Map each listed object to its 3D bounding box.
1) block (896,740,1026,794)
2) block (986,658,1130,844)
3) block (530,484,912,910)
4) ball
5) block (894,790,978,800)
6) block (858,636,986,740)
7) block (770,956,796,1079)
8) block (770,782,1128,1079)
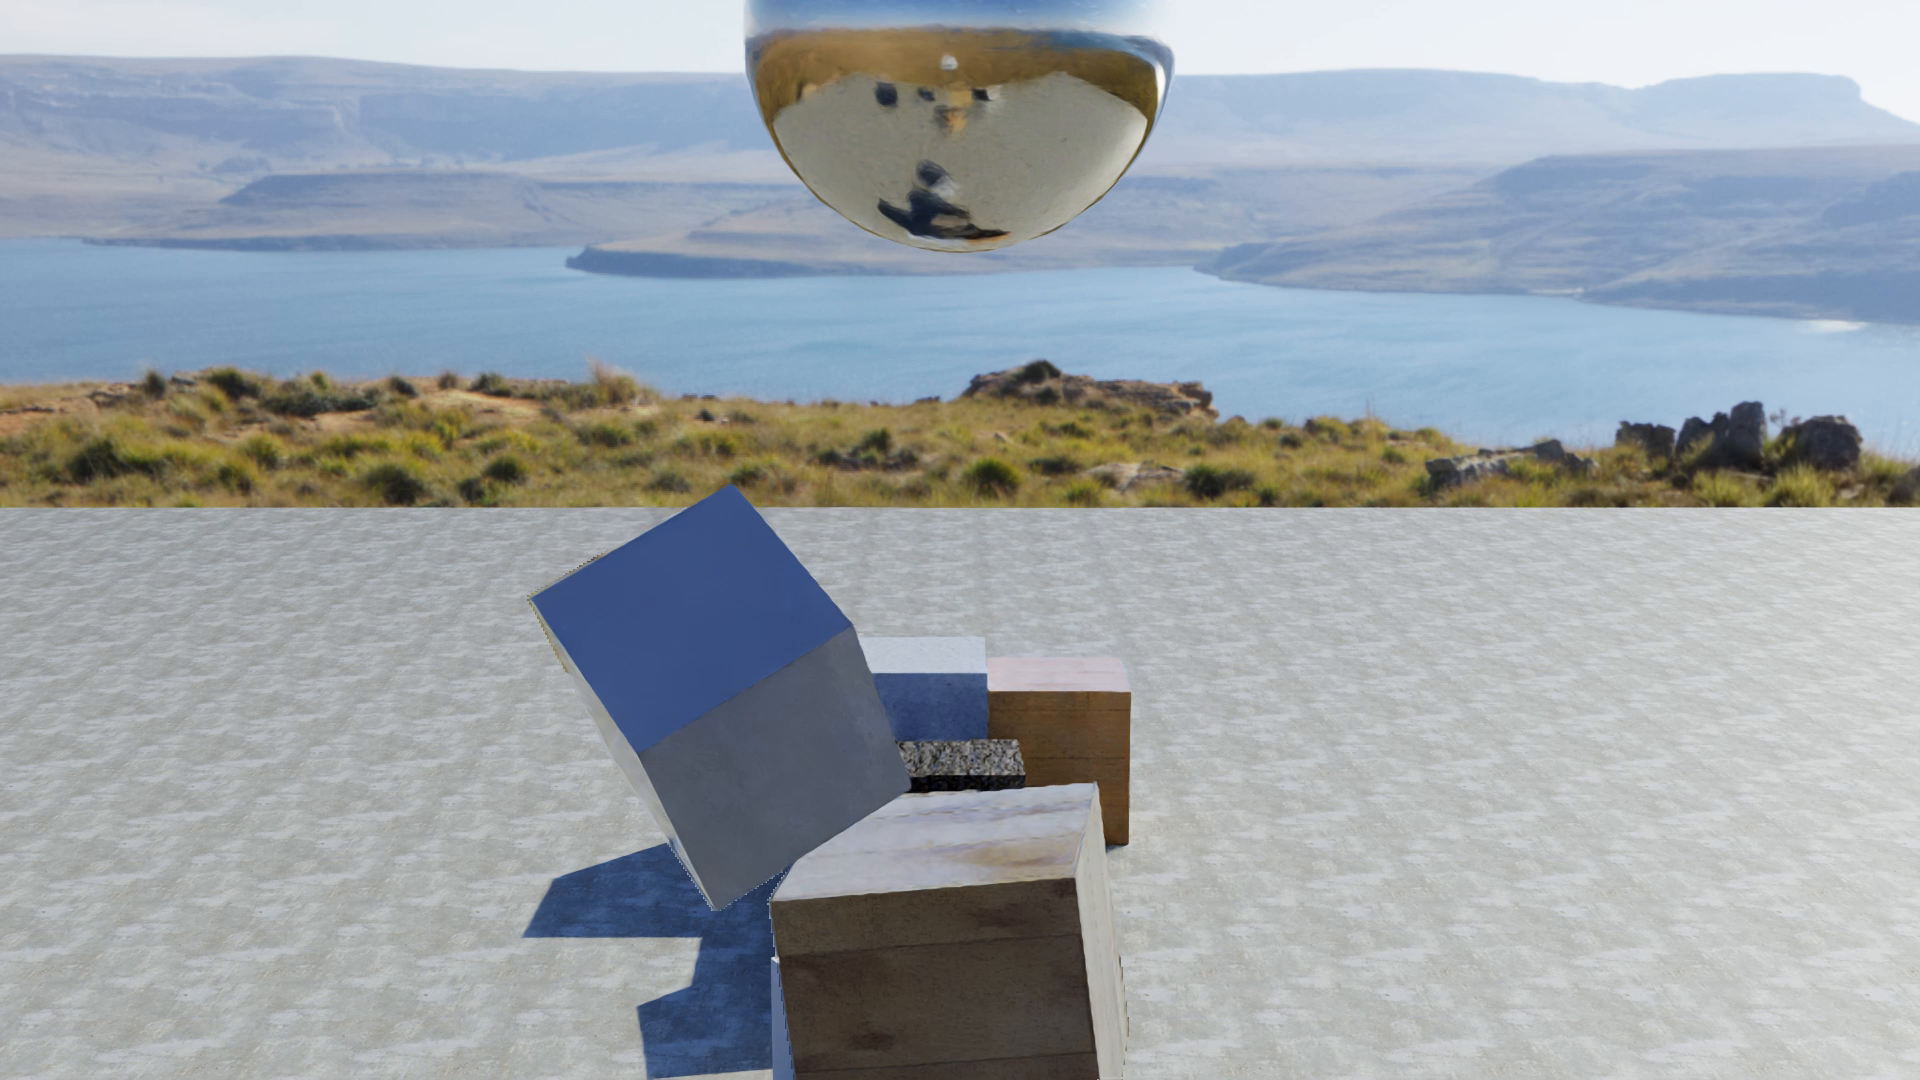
[{"bbox_3d":[-0.027,1.341,10.361,0.631,0.653,0.602,0,10,-2],"label":"block"},{"bbox_3d":[0.497,1.083,11.390,0.710,0.794,0.723,0,10,0],"label":"block"},{"bbox_3d":[-0.417,0.273,3.889,0.411,0.446,0.452,-31,46,-14],"label":"block"},{"bbox_3d":[0.000,-1.862,8.082,1.600,1.600,1.600,0,10,0],"label":"ball"},{"bbox_3d":[-0.176,1.506,9.553,0.658,0.619,0.732,-2,11,-11],"label":"block"},{"bbox_3d":[-0.360,1.029,11.383,0.984,0.902,0.810,0,10,0],"label":"block"},{"bbox_3d":[-0.327,1.832,8.031,0.512,0.523,0.628,-5,12,-27],"label":"block"},{"bbox_3d":[0.002,0.929,4.762,0.620,0.591,0.670,-6,9,8],"label":"block"}]
